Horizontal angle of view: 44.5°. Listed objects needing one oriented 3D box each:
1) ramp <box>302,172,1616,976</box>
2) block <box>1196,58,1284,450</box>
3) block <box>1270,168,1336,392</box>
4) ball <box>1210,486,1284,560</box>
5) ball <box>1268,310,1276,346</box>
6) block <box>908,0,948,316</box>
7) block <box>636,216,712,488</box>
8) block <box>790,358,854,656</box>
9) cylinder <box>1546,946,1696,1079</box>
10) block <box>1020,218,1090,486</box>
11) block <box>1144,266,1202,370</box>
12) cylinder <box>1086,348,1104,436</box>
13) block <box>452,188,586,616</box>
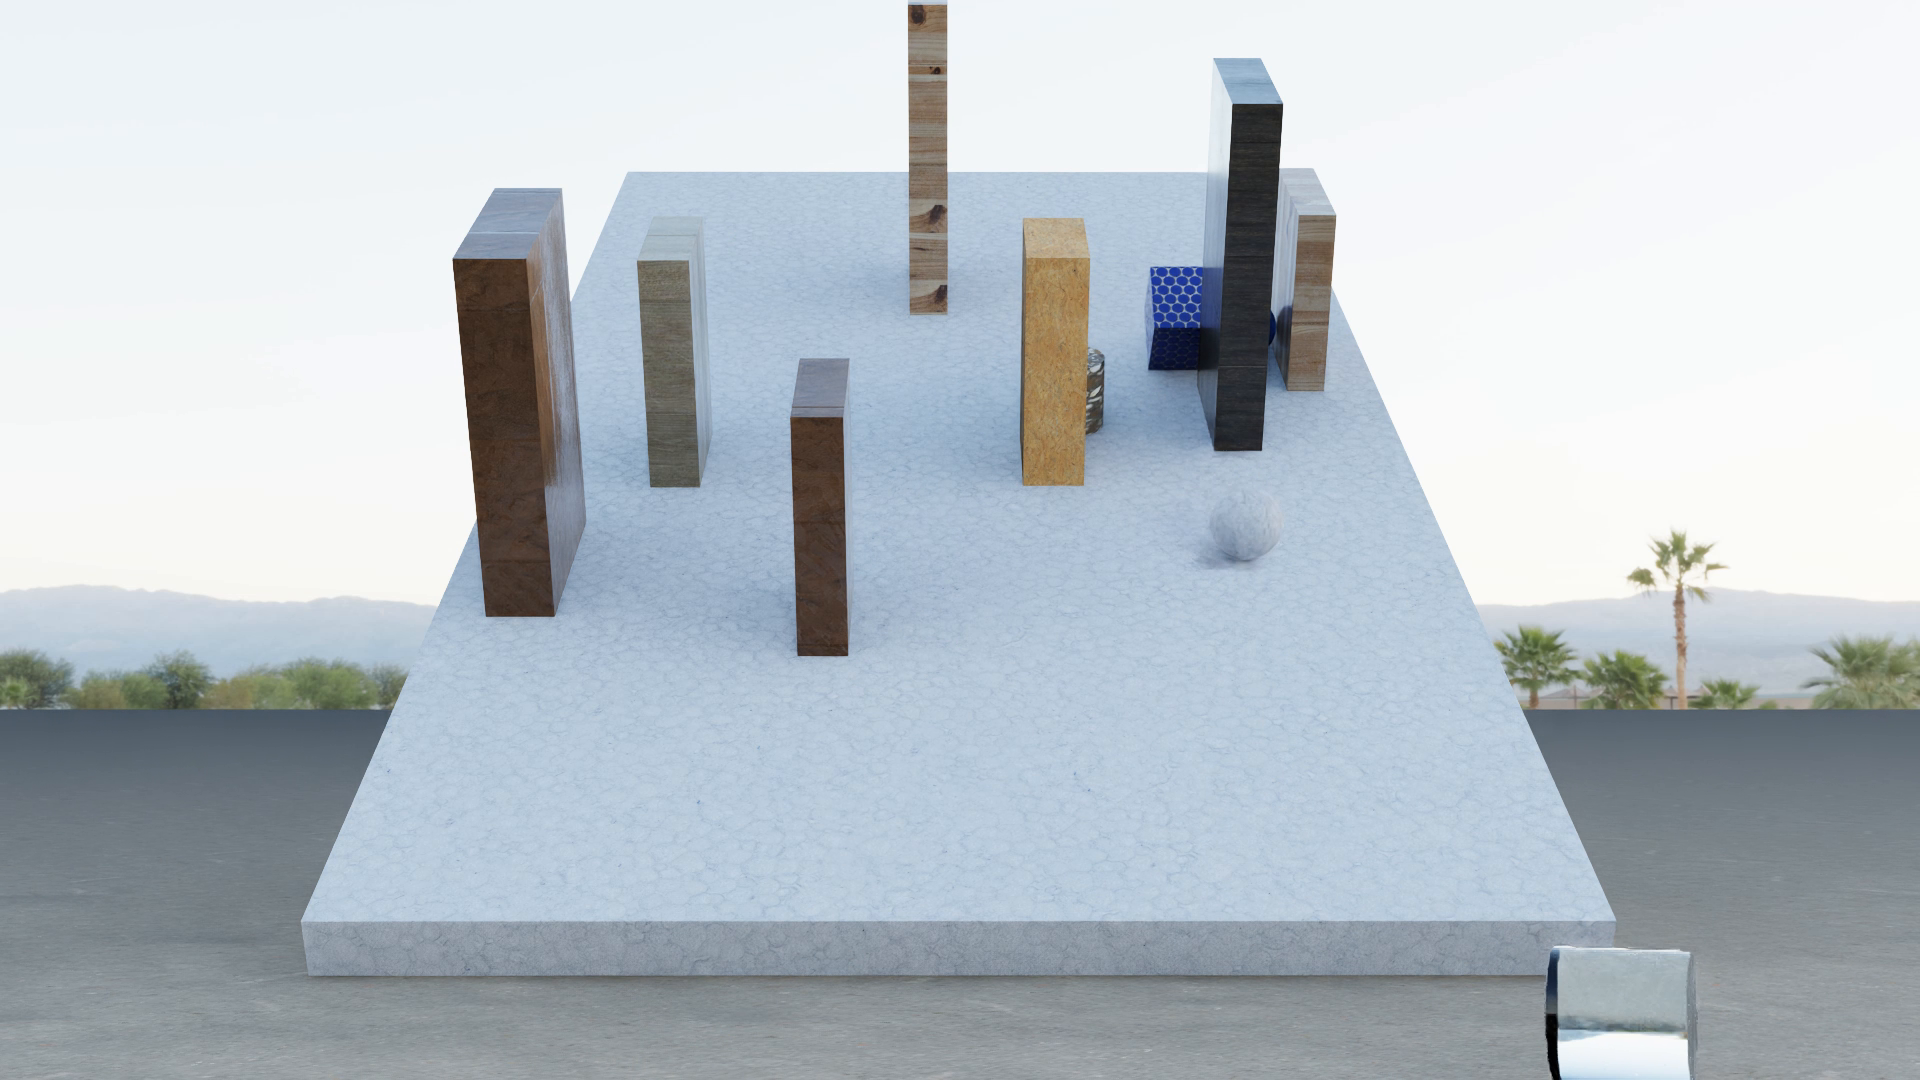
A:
[{"bbox_3d":[-0.009,-0.229,5.395,2.000,0.100,4.000,0,25,0],"label":"ramp"},{"bbox_3d":[0.618,-0.638,5.227,0.107,0.785,0.396,0,25,0],"label":"block"},{"bbox_3d":[0.816,-0.628,5.622,0.087,0.432,0.380,0,25,0],"label":"block"},{"bbox_3d":[0.574,-0.034,4.696,0.146,0.146,0.146,0,-4,0],"label":"ball"},{"bbox_3d":[0.701,-0.520,5.731,0.143,0.143,0.143,0,-4,0],"label":"ball"},{"bbox_3d":[-0.080,-1.018,6.016,0.097,0.795,0.383,0,25,0],"label":"block"},{"bbox_3d":[-0.611,-0.407,5.054,0.107,0.510,0.299,0,25,0],"label":"block"},{"bbox_3d":[-0.254,-0.063,4.365,0.094,0.477,0.293,0,25,0],"label":"block"},{"bbox_3d":[0.732,0.526,2.592,0.147,0.147,0.147,-2,-4,21],"label":"cylinder"},{"bbox_3d":[0.201,-0.406,5.053,0.131,0.513,0.270,0,25,0],"label":"block"},{"bbox_3d":[0.543,-0.532,5.632,0.178,0.178,0.178,0,-30,-1],"label":"block"},{"bbox_3d":[0.246,-0.340,5.324,0.162,0.162,0.162,0,25,0],"label":"cylinder"},{"bbox_3d":[-0.839,-0.269,4.520,0.132,0.716,0.434,0,25,0],"label":"block"}]
